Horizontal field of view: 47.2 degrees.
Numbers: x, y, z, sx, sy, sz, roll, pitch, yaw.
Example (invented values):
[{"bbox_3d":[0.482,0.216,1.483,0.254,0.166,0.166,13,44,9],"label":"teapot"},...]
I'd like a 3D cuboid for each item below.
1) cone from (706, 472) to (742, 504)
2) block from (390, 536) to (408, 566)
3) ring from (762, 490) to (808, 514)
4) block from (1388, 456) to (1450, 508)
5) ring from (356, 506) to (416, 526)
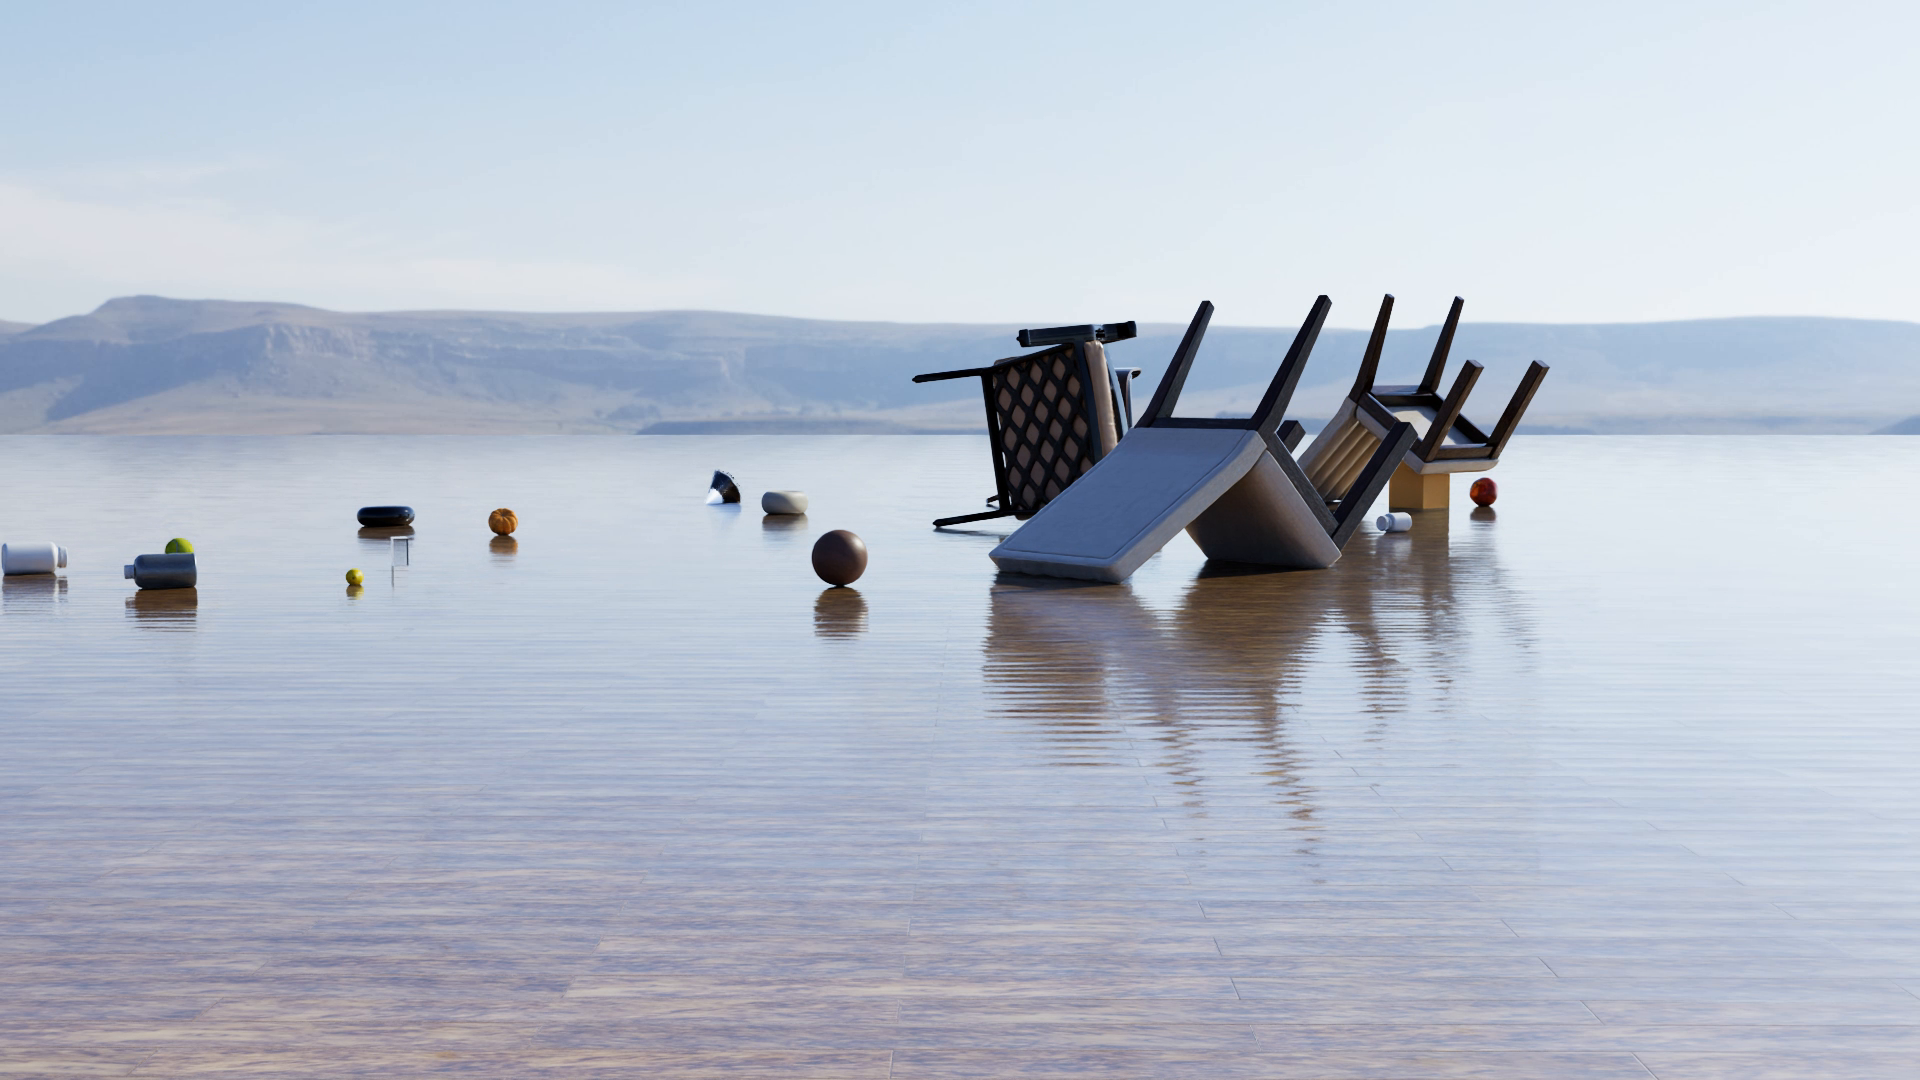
[{"bbox_3d":[-0.951,-0.173,8.594,0.115,0.154,0.155,-41,18,-27],"label":"cone"},{"bbox_3d":[-1.427,0.029,5.600,0.037,0.071,0.067,-1,4,-19],"label":"block"},{"bbox_3d":[-0.633,-0.136,7.953,0.154,0.081,0.232,3,4,21],"label":"ring"},{"bbox_3d":[1.749,-0.222,8.374,0.157,0.192,0.165,-3,5,-39],"label":"block"},{"bbox_3d":[-1.892,-0.080,7.251,0.173,0.064,0.208,1,3,27],"label":"ring"}]
